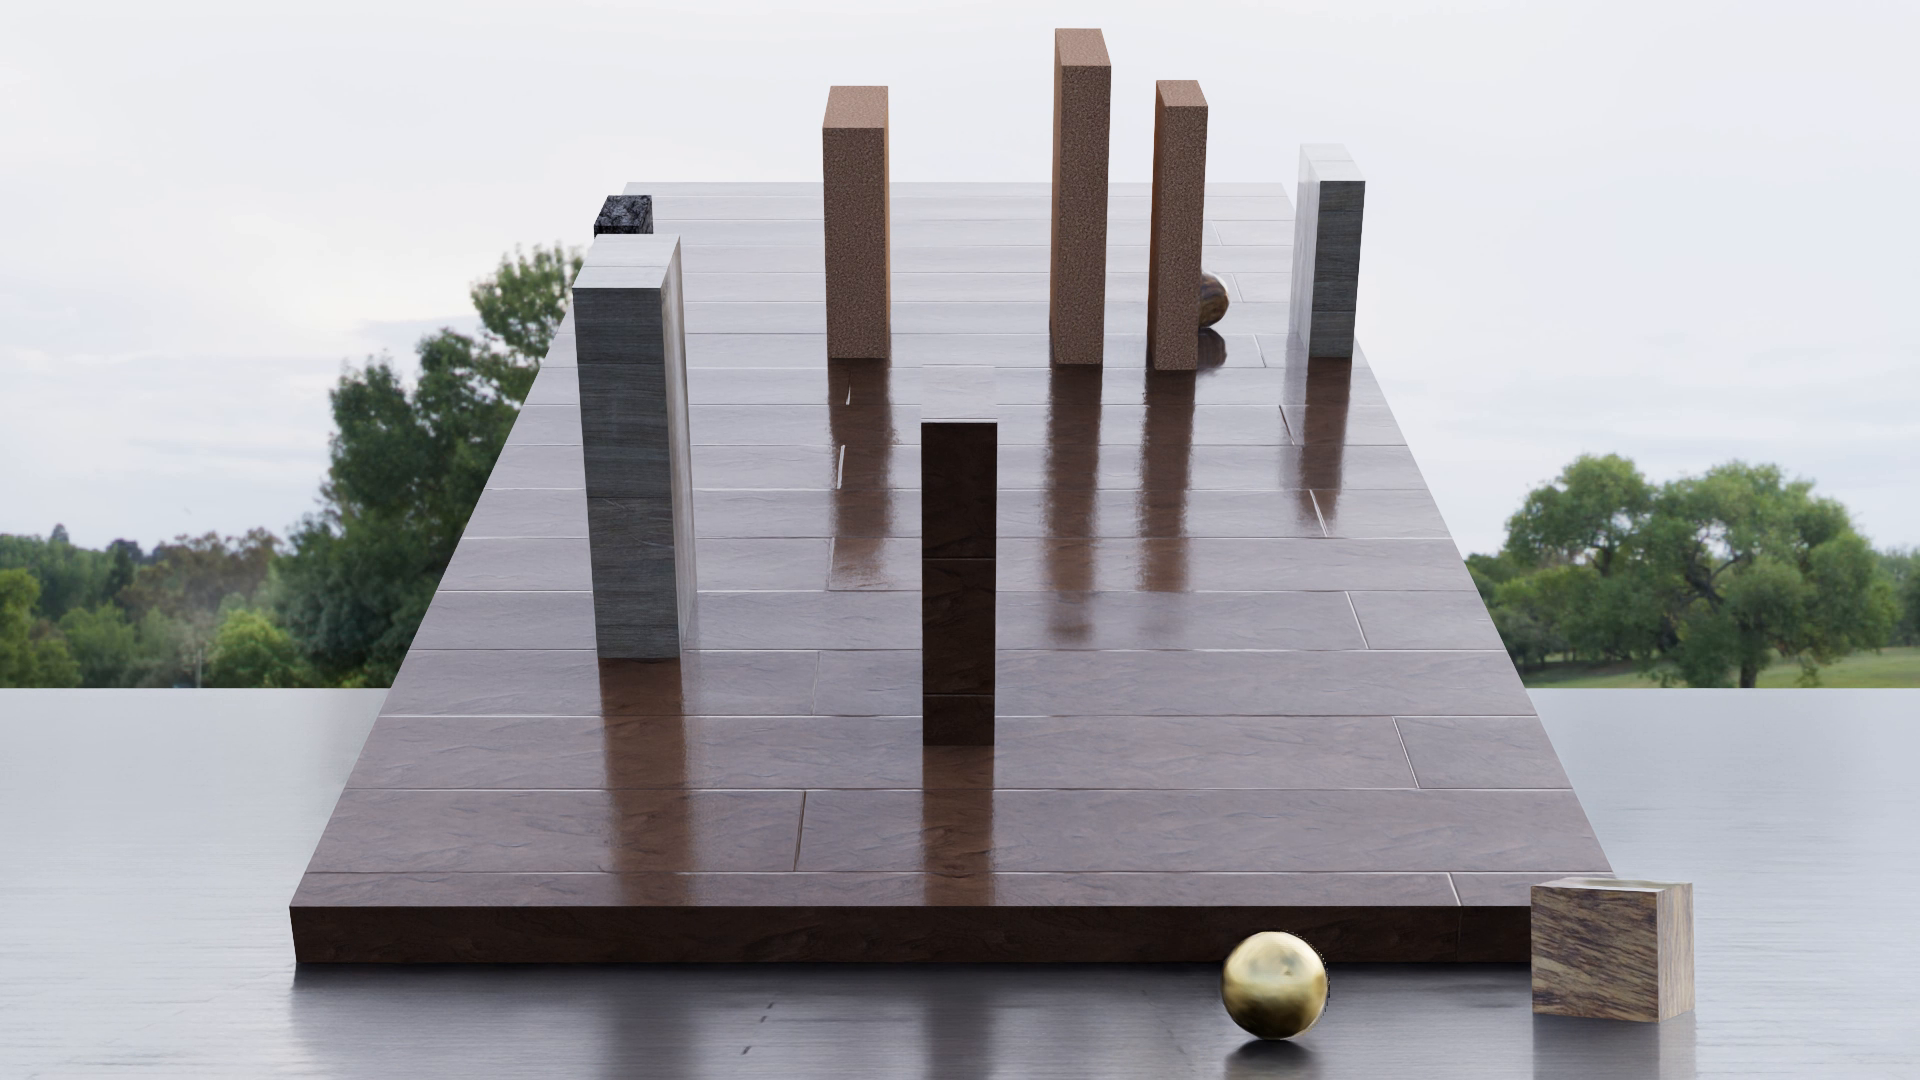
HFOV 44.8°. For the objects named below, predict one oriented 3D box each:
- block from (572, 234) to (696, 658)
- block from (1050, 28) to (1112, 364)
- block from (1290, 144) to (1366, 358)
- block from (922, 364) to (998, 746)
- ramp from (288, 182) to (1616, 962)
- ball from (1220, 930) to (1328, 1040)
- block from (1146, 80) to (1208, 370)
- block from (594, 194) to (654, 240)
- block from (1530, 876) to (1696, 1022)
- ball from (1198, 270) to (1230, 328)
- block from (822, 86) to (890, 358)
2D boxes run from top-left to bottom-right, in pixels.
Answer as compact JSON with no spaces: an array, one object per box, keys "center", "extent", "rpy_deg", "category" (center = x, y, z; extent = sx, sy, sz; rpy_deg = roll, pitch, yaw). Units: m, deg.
[{"center":[-0.581,-0.170,4.210],"extent":[0.149,0.700,0.310],"rpy_deg":[0,24,0],"category":"block"},{"center":[0.290,-0.842,5.679],"extent":[0.114,0.725,0.411],"rpy_deg":[0,24,0],"category":"block"},{"center":[0.904,-0.719,5.754],"extent":[0.108,0.442,0.346],"rpy_deg":[0,24,0],"category":"block"},{"center":[-0.002,0.024,3.925],"extent":[0.121,0.583,0.275],"rpy_deg":[0,24,0],"category":"block"},{"center":[-0.008,-0.228,5.319],"extent":[2.000,0.100,4.000],"rpy_deg":[0,24,0],"category":"ramp"},{"center":[0.372,0.528,2.761],"extent":[0.127,0.127,0.127],"rpy_deg":[0,-3,0],"category":"ball"},{"center":[0.519,-0.756,5.591],"extent":[0.099,0.641,0.263],"rpy_deg":[0,24,0],"category":"block"},{"center":[-0.779,-0.576,5.465],"extent":[0.102,0.410,0.251],"rpy_deg":[0,24,0],"category":"block"},{"center":[0.843,0.525,3.005],"extent":[0.161,0.161,0.161],"rpy_deg":[-2,-4,33],"category":"block"},{"center":[0.608,-0.607,5.867],"extent":[0.143,0.143,0.143],"rpy_deg":[0,-3,0],"category":"ball"},{"center":[-0.251,-0.791,5.752],"extent":[0.145,0.570,0.426],"rpy_deg":[0,24,0],"category":"block"}]
